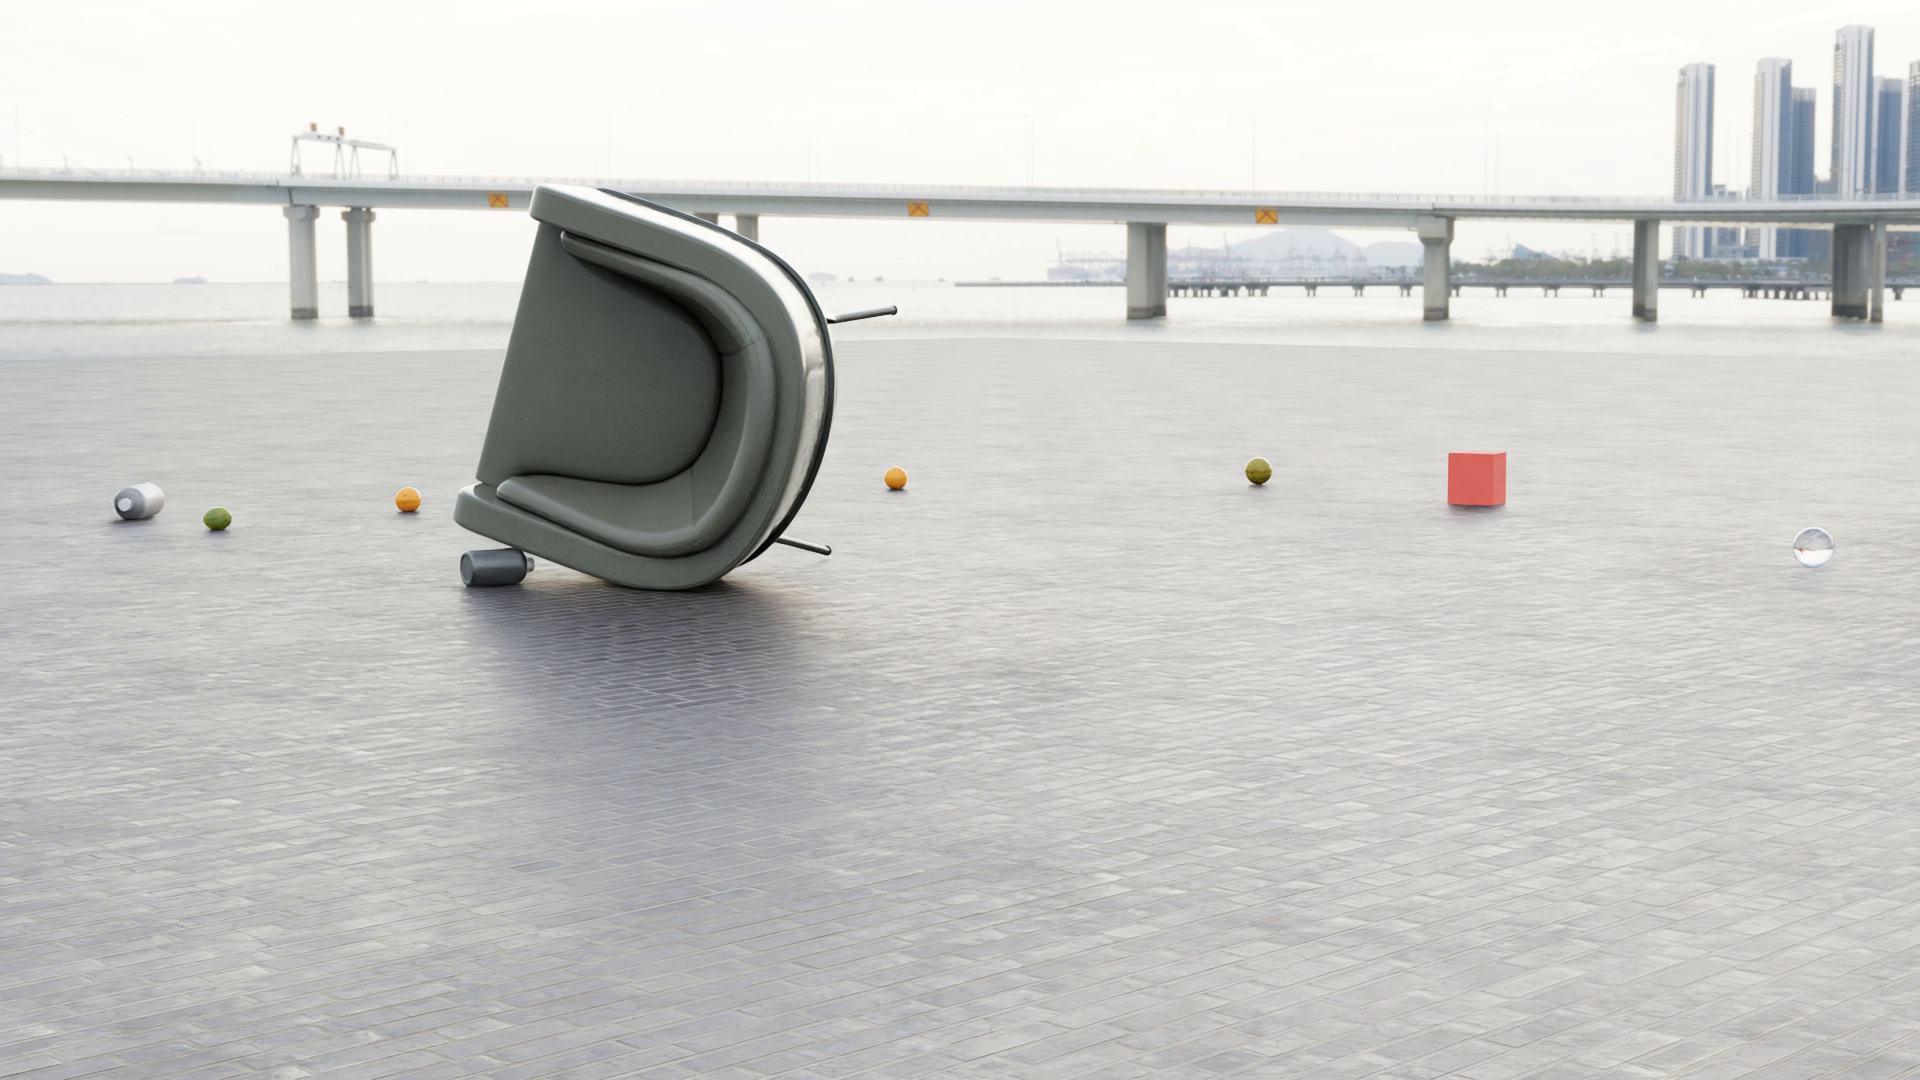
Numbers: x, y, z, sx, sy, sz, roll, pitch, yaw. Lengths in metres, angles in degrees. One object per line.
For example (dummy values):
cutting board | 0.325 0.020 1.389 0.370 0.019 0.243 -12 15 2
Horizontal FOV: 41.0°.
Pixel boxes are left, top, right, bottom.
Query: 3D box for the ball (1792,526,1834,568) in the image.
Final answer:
ball | 1.933 0.016 5.810 0.092 0.092 0.092 0 6 0

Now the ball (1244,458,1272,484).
ball | 0.943 -0.218 8.109 0.086 0.086 0.086 0 6 0

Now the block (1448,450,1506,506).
block | 1.501 -0.181 7.446 0.137 0.148 0.115 3 7 29
